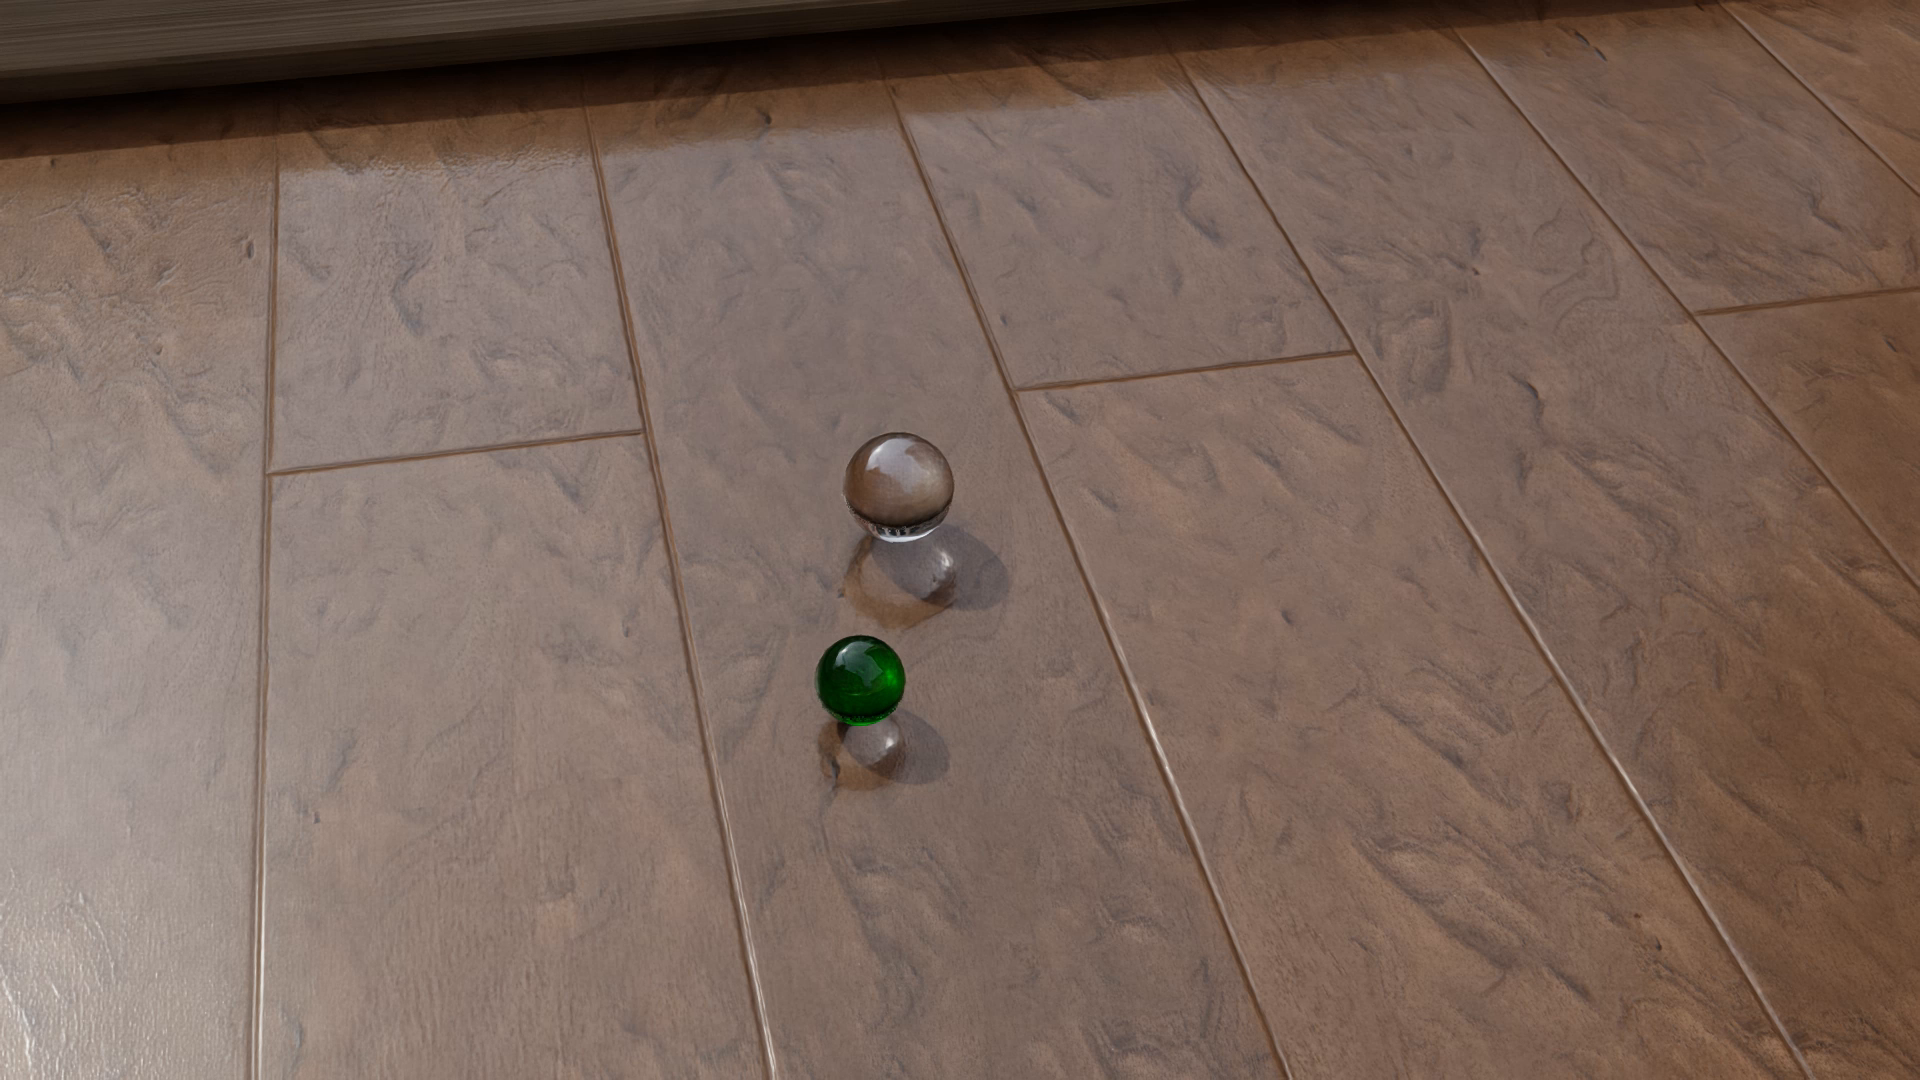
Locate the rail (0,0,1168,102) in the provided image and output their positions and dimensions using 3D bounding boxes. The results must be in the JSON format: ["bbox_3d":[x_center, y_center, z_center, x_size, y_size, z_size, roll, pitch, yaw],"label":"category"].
[{"bbox_3d":[0.606,-0.551,2.297,3.103,0.091,0.045,-7,37,-9],"label":"rail"}]

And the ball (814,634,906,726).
[{"bbox_3d":[-0.057,0.080,1.470,0.052,0.052,0.052,0,36,0],"label":"ball"}]

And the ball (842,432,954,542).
[{"bbox_3d":[-0.039,-0.033,1.609,0.070,0.070,0.070,0,36,0],"label":"ball"}]
